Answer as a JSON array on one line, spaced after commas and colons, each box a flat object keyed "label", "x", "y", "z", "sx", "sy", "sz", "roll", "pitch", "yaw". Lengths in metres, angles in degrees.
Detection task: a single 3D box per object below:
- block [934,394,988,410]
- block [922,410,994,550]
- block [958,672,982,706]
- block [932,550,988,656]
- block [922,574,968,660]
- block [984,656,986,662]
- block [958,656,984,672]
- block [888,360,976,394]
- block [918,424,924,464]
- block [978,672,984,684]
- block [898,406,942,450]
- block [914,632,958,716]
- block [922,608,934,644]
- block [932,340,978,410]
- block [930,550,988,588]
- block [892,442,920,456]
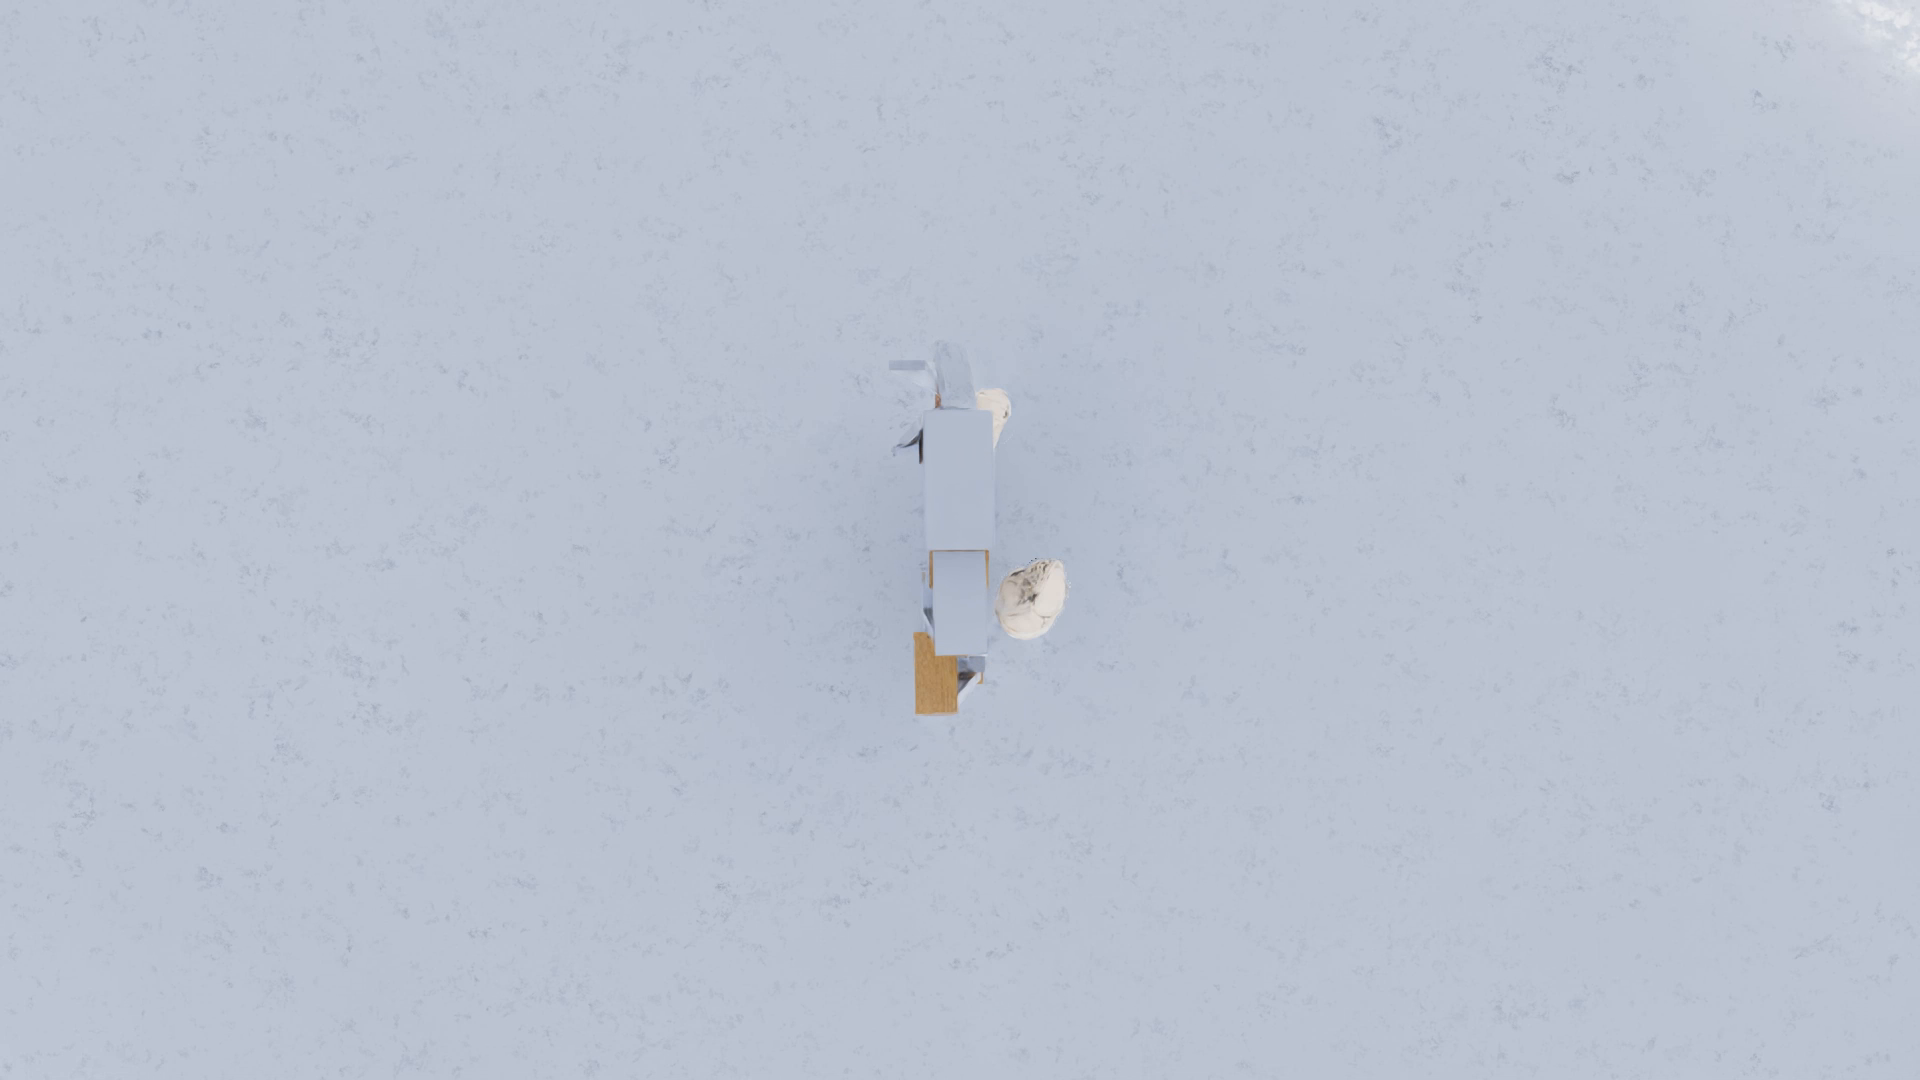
[{"label": "block", "x": 0.004, "y": -0.282, "z": 5.138, "sx": 0.169, "sy": 0.048, "sz": 0.338, "roll": 0, "pitch": 90, "yaw": 0}, {"label": "block", "x": -0.003, "y": -0.137, "z": 3.764, "sx": 0.158, "sy": 0.045, "sz": 0.317, "roll": -1, "pitch": 92, "yaw": -1}, {"label": "block", "x": -0.022, "y": 0.412, "z": 4.631, "sx": 0.106, "sy": 0.970, "sz": 0.030, "roll": -4, "pitch": 89, "yaw": 4}, {"label": "block", "x": 0.000, "y": 0.146, "z": 3.834, "sx": 0.122, "sy": 0.035, "sz": 0.244, "roll": -1, "pitch": 81, "yaw": 0}, {"label": "block", "x": -0.039, "y": 0.207, "z": 4.422, "sx": 0.115, "sy": 0.033, "sz": 0.230, "roll": -2, "pitch": 91, "yaw": 5}, {"label": "block", "x": 0.004, "y": 0.332, "z": 5.027, "sx": 0.143, "sy": 0.286, "sz": 0.041, "roll": -1, "pitch": 94, "yaw": 1}, {"label": "block", "x": 0.000, "y": 0.246, "z": 4.863, "sx": 0.143, "sy": 0.041, "sz": 0.286, "roll": 0, "pitch": 90, "yaw": 1}, {"label": "block", "x": -0.064, "y": -0.443, "z": 4.587, "sx": 0.091, "sy": 1.049, "sz": 0.026, "roll": 0, "pitch": 91, "yaw": 7}, {"label": "block", "x": -0.016, "y": -0.236, "z": 4.013, "sx": 0.158, "sy": 0.453, "sz": 0.045, "roll": -3, "pitch": 87, "yaw": -3}, {"label": "block", "x": 0.002, "y": 0.305, "z": 5.192, "sx": 0.144, "sy": 0.041, "sz": 0.287, "roll": 1, "pitch": 90, "yaw": 0}, {"label": "block", "x": -0.080, "y": -0.286, "z": 4.116, "sx": 0.091, "sy": 0.182, "sz": 0.026, "roll": -25, "pitch": 83, "yaw": -28}, {"label": "block", "x": -0.060, "y": 0.335, "z": 4.150, "sx": 0.106, "sy": 0.030, "sz": 0.212, "roll": -3, "pitch": 71, "yaw": 4}, {"label": "block", "x": -0.019, "y": 0.214, "z": 4.120, "sx": 0.122, "sy": 0.548, "sz": 0.035, "roll": -3, "pitch": 93, "yaw": -4}, {"label": "block", "x": -0.012, "y": -0.396, "z": 4.027, "sx": 0.091, "sy": 0.026, "sz": 0.182, "roll": 6, "pitch": 64, "yaw": -37}, {"label": "block", "x": -0.003, "y": -0.026, "z": 4.130, "sx": 0.146, "sy": 0.041, "sz": 0.292, "roll": 0, "pitch": 90, "yaw": 0}, {"label": "block", "x": -0.073, "y": -0.282, "z": 4.510, "sx": 0.086, "sy": 0.481, "sz": 0.024, "roll": -12, "pitch": 97, "yaw": 18}]
